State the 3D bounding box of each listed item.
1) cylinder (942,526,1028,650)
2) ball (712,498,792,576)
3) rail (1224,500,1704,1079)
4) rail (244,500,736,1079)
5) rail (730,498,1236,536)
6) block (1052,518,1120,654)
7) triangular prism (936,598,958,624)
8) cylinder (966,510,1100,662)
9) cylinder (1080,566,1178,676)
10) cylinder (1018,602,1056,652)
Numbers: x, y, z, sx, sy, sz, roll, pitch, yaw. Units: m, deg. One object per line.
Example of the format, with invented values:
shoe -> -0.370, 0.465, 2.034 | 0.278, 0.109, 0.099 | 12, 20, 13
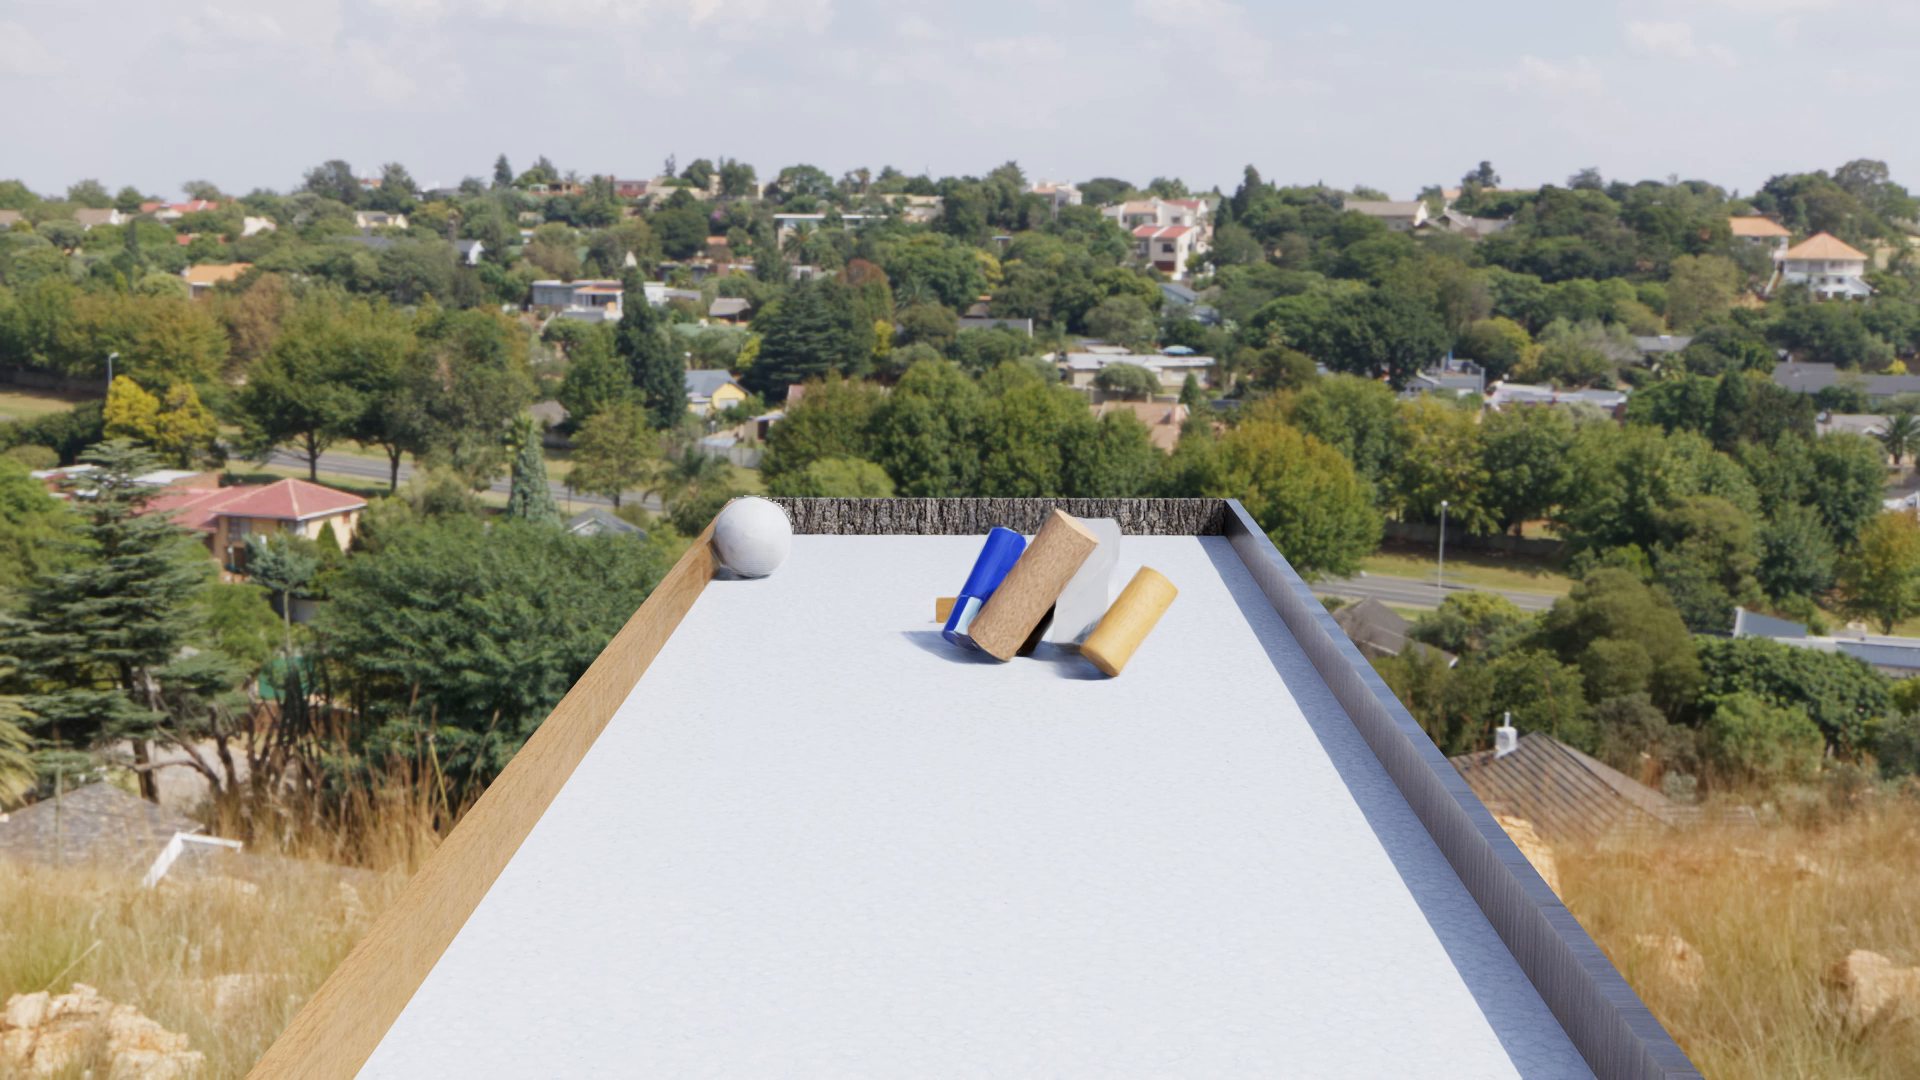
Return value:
cylinder -> 0.078, 0.150, 6.864 | 0.126, 0.381, 0.126 | 22, -21, 9
ball -> -0.767, -0.011, 8.135 | 0.295, 0.295, 0.295 | 0, 9, 0
rail -> 1.046, 0.843, 3.208 | 0.050, 0.150, 12.000 | 0, 9, 1
rail -> -1.004, 0.839, 3.234 | 0.050, 0.150, 12.000 | 0, 9, 1
rail -> 0.099, -0.098, 9.147 | 2.100, 0.150, 0.050 | 0, 9, 1
block -> 0.391, 0.142, 6.758 | 0.159, 0.393, 0.159 | 2, -13, 13
triangular prism -> 0.088, 0.227, 7.312 | 0.333, 0.078, 0.090 | -1, 9, -4
cylinder -> 0.220, 0.139, 6.646 | 0.164, 0.457, 0.164 | 35, 11, -8
cylinder -> 0.498, 0.239, 6.485 | 0.139, 0.310, 0.139 | 35, -15, 11
cylinder -> 0.269, 0.206, 6.883 | 0.104, 0.104, 0.338 | 6, 41, 34
